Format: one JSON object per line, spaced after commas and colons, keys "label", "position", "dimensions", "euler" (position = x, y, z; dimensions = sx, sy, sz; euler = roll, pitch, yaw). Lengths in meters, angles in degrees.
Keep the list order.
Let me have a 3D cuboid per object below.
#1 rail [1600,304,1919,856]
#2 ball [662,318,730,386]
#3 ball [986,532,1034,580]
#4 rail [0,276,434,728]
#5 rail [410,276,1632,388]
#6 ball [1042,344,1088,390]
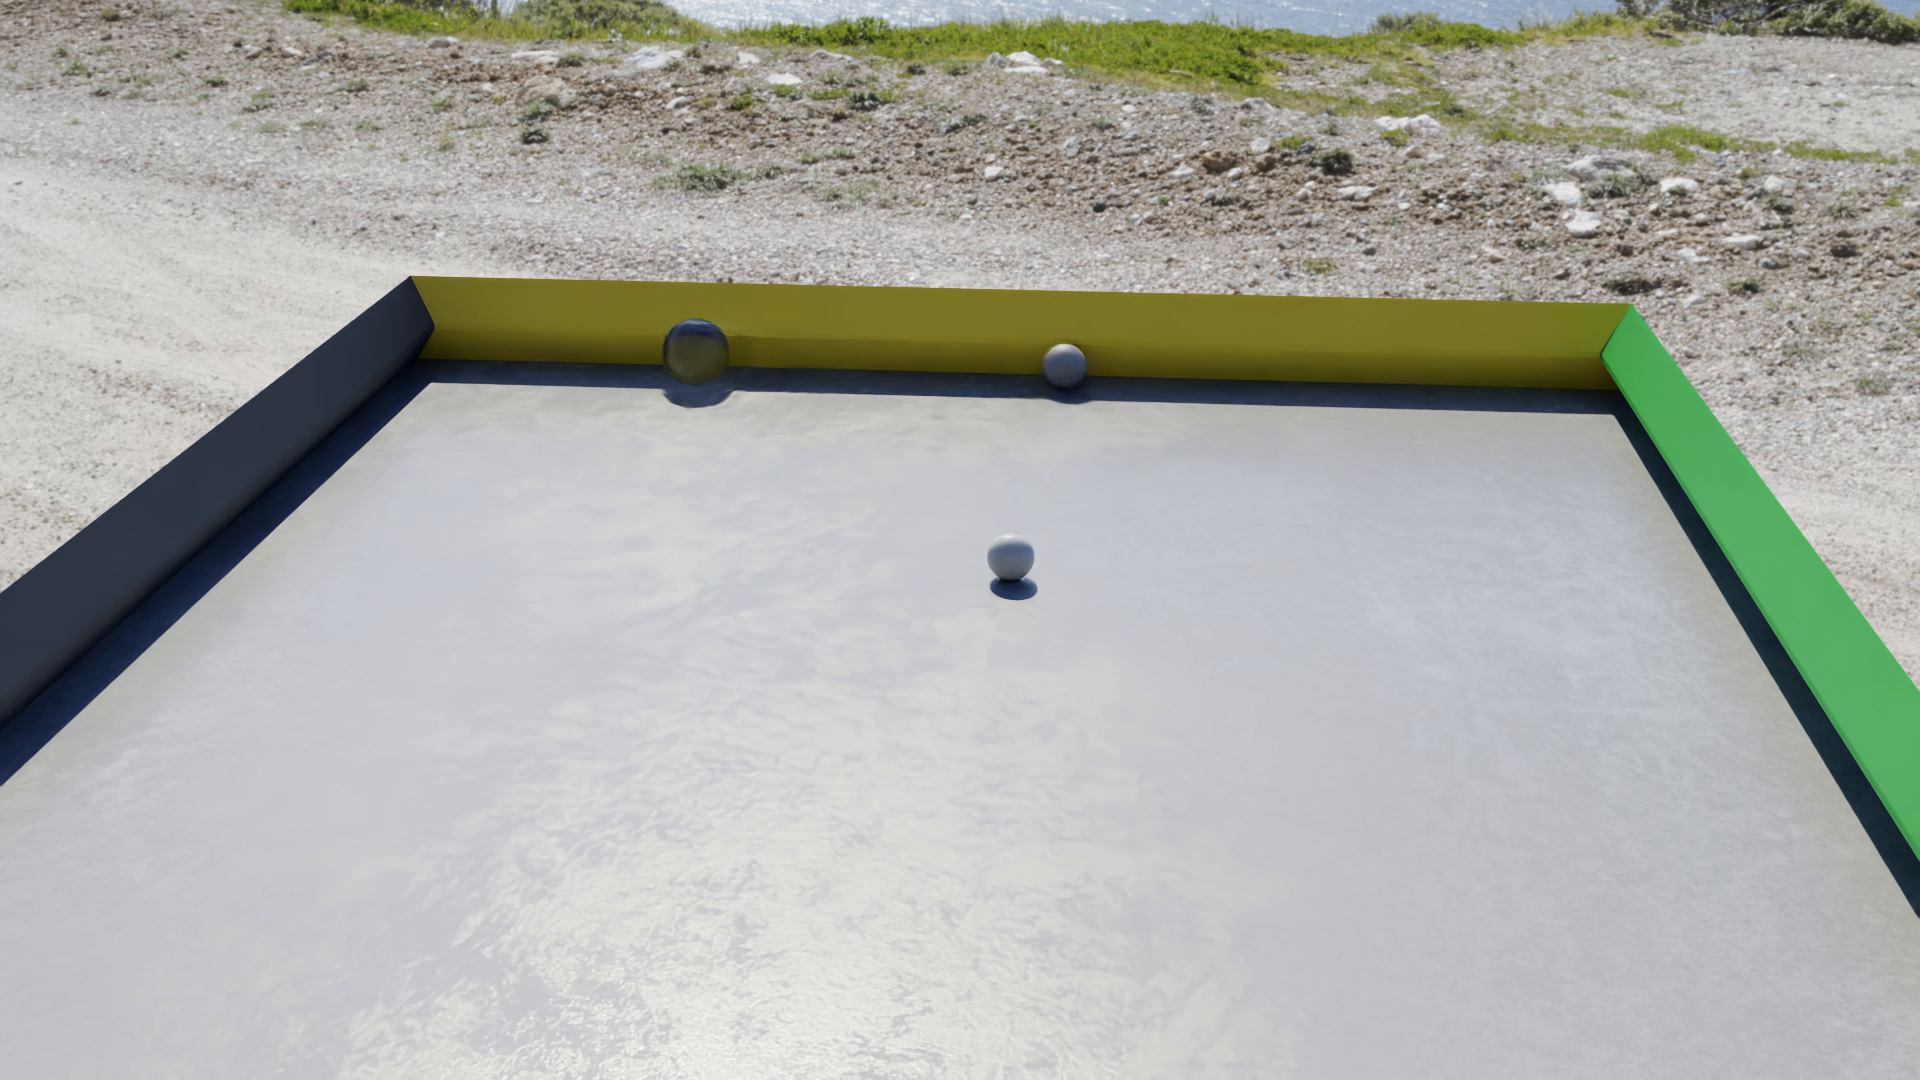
{"label": "rail", "position": [0.757, 0.258, 1.654], "dimensions": [0.045, 0.120, 2.900], "euler": [2, 21, 5]}
{"label": "ball", "position": [-0.363, -0.259, 3.025], "dimensions": [0.092, 0.092, 0.092], "euler": [0, 21, 0]}
{"label": "ball", "position": [0.055, 0.018, 2.369], "dimensions": [0.052, 0.052, 0.052], "euler": [0, 21, 0]}
{"label": "rail", "position": [-0.887, 0.205, 1.792], "dimensions": [0.045, 0.120, 2.900], "euler": [2, 21, 5]}
{"label": "rail", "position": [0.063, -0.283, 3.047], "dimensions": [1.699, 0.120, 0.045], "euler": [2, 21, 5]}
{"label": "ball", "position": [0.144, -0.237, 3.011], "dimensions": [0.063, 0.063, 0.063], "euler": [0, 21, 0]}
